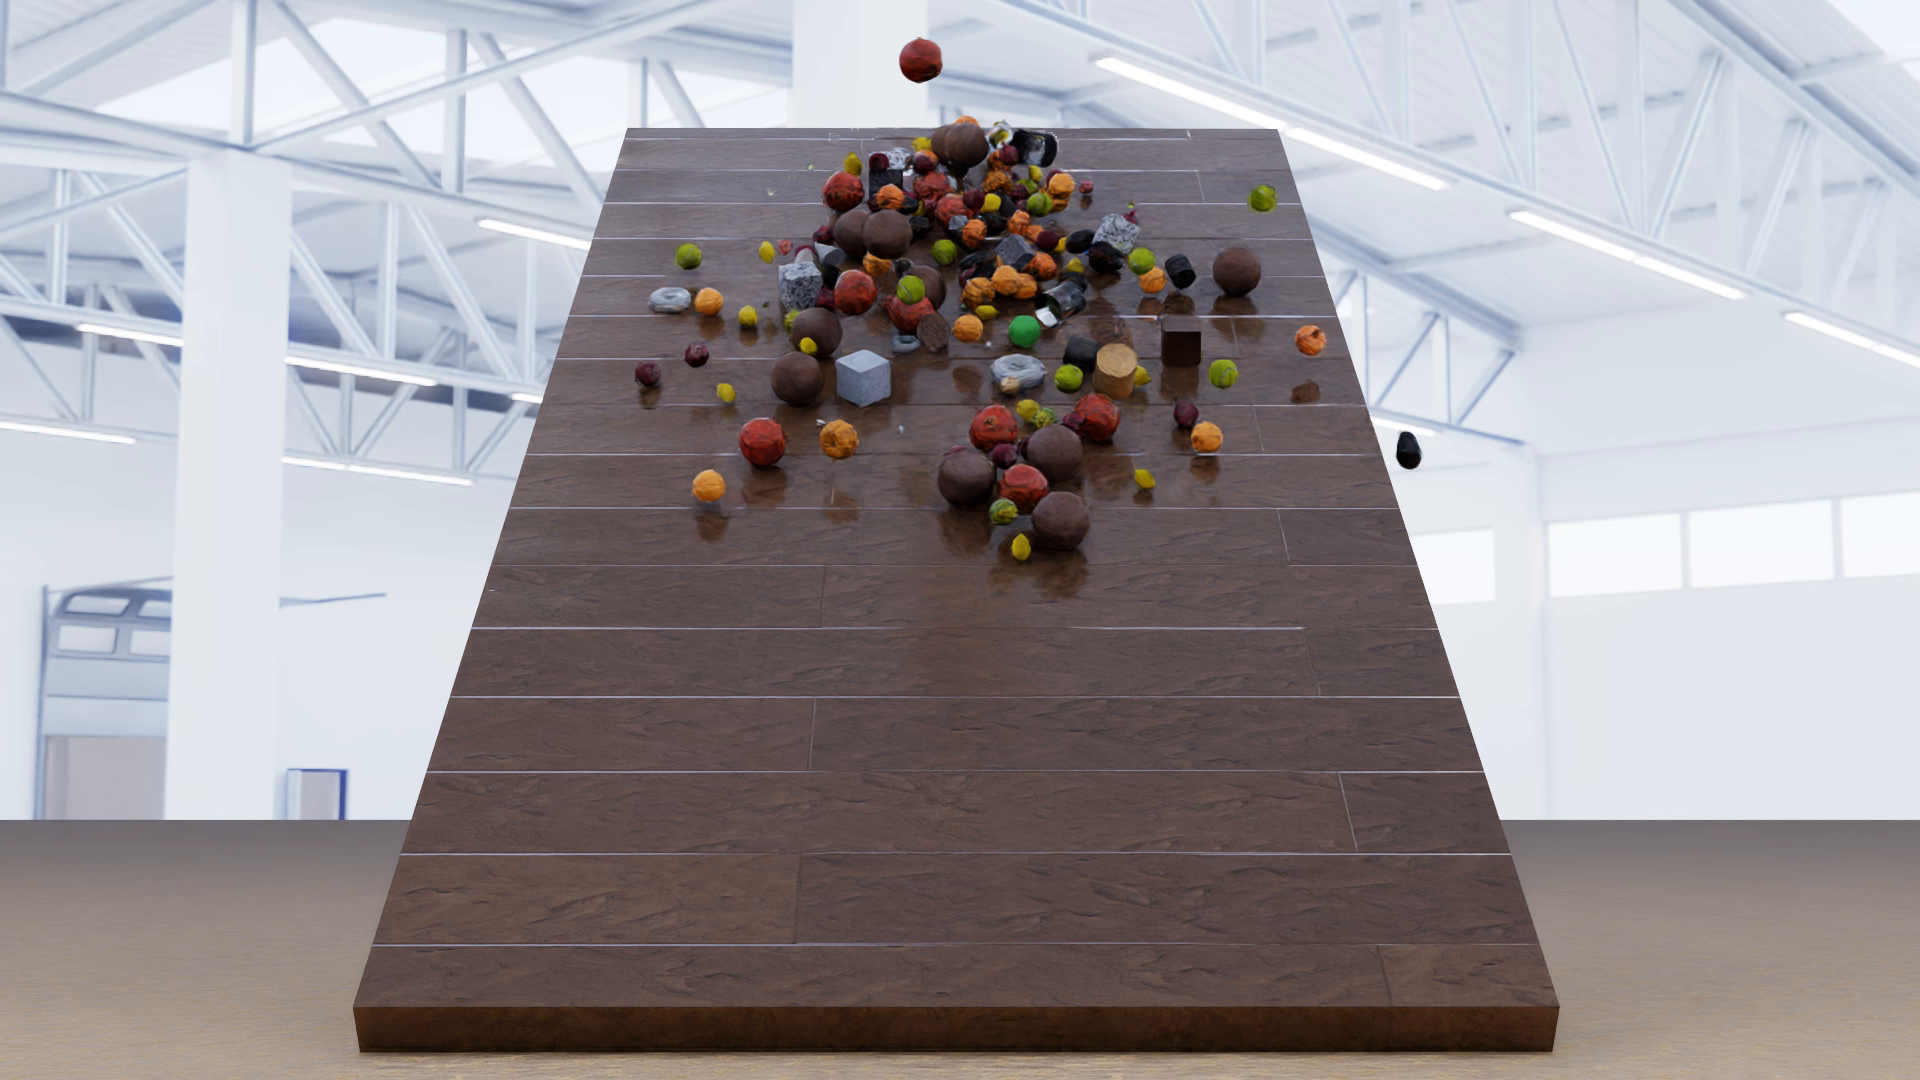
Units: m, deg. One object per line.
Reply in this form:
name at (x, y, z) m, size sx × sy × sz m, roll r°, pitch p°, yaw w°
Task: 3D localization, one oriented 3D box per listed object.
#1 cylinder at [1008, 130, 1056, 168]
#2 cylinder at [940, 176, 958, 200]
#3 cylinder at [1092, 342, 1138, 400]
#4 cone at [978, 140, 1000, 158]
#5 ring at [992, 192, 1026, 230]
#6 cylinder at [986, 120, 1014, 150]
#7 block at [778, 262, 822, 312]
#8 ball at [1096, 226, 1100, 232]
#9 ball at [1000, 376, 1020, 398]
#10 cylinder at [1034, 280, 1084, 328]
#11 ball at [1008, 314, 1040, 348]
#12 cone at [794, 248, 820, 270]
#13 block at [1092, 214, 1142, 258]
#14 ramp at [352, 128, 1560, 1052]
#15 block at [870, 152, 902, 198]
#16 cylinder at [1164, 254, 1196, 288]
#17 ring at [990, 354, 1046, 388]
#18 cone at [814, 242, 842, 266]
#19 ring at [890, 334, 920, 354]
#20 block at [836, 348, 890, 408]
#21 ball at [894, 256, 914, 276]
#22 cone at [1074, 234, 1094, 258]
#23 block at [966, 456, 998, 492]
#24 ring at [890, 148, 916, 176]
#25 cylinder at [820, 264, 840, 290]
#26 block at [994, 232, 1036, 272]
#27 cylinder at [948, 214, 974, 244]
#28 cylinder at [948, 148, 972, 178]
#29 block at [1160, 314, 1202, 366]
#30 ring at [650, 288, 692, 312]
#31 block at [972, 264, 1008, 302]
cylinder at (0.206, -1.110, 6.879) m, size 0.097 × 0.097 × 0.097 m, roll 0°, pitch -5°, yaw -38°
cylinder at (-0.033, -1.009, 6.960) m, size 0.050 × 0.050 × 0.050 m, roll 0°, pitch -48°, yaw 0°
cylinder at (0.366, -0.398, 5.732) m, size 0.098 × 0.098 × 0.098 m, roll 0°, pitch -31°, yaw -3°
cone at (0.100, -1.162, 7.223) m, size 0.067 × 0.067 × 0.067 m, roll -37°, pitch 9°, yaw 7°
ring at (0.136, -0.915, 6.734) m, size 0.042 × 0.125 × 0.125 m, roll -39°, pitch -10°, yaw 2°
cylinder at (0.113, -1.148, 6.881) m, size 0.060 × 0.060 × 0.060 m, roll -36°, pitch -23°, yaw 24°
block at (-0.418, -0.663, 6.347) m, size 0.093 × 0.093 × 0.093 m, roll -10°, pitch 32°, yaw -16°
ball at (0.406, -0.853, 6.710) m, size 0.055 × 0.055 × 0.055 m, roll 0°, pitch -6°, yaw 0°
ball at (0.122, -0.373, 5.901) m, size 0.051 × 0.051 × 0.051 m, roll 0°, pitch -6°, yaw 0°
cylinder at (0.253, -0.601, 6.173) m, size 0.091 × 0.091 × 0.091 m, roll -7°, pitch 19°, yaw 47°
ball at (0.163, -0.529, 6.134) m, size 0.082 × 0.082 × 0.082 m, roll 0°, pitch -6°, yaw 0°
cone at (-0.382, -0.724, 6.500) m, size 0.095 × 0.095 × 0.095 m, roll 12°, pitch -13°, yaw -37°
block at (0.412, -0.801, 6.394) m, size 0.083 × 0.083 × 0.083 m, roll 29°, pitch -8°, yaw -16°
ramp at (-0.014, -0.204, 5.764) m, size 2.000 × 0.100 × 4.000 m, roll 0°, pitch 31°, yaw 0°
block at (-0.214, -1.052, 6.990) m, size 0.094 × 0.094 × 0.094 m, roll -1°, pitch -51°, yaw -1°
cylinder at (0.584, -0.712, 6.429) m, size 0.065 × 0.065 × 0.065 m, roll -11°, pitch -42°, yaw -10°
ring at (0.143, -0.415, 5.980) m, size 0.137 × 0.046 × 0.137 m, roll 0°, pitch 29°, yaw 0°
cone at (-0.365, -0.773, 6.482) m, size 0.074 × 0.074 × 0.074 m, roll 45°, pitch 13°, yaw 21°
ring at (-0.139, -0.495, 6.132) m, size 0.077 × 0.026 × 0.077 m, roll 1°, pitch 32°, yaw -1°
block at (-0.235, -0.394, 5.893) m, size 0.093 × 0.093 × 0.093 m, roll -25°, pitch 39°, yaw -36°
ball at (-0.151, -0.735, 6.511) m, size 0.050 × 0.050 × 0.050 m, roll 0°, pitch -6°, yaw 0°
cone at (0.346, -0.784, 6.568) m, size 0.060 × 0.060 × 0.060 m, roll -6°, pitch -43°, yaw -5°
block at (0.048, -0.151, 5.526) m, size 0.051 × 0.051 × 0.051 m, roll 28°, pitch 40°, yaw 37°
ring at (-0.170, -1.096, 7.041) m, size 0.092 × 0.031 × 0.092 m, roll 13°, pitch -43°, yaw 12°
cylinder at (-0.349, -0.697, 6.410) m, size 0.052 × 0.052 × 0.052 m, roll 18°, pitch 22°, yaw -7°
block at (0.143, -0.746, 6.294) m, size 0.066 × 0.066 × 0.066 m, roll -40°, pitch -18°, yaw 19°
cylinder at (0.003, -0.859, 6.694) m, size 0.056 × 0.056 × 0.056 m, roll -3°, pitch -37°, yaw 25°
cylinder at (0.000, -1.090, 7.010) m, size 0.060 × 0.060 × 0.060 m, roll 12°, pitch -36°, yaw 9°
block at (0.553, -0.501, 6.079) m, size 0.093 × 0.093 × 0.093 m, roll 1°, pitch 31°, yaw 1°
ring at (-0.757, -0.628, 6.340) m, size 0.110 × 0.037 × 0.110 m, roll -1°, pitch 31°, yaw 1°
block at (0.079, -0.678, 6.393) m, size 0.066 × 0.066 × 0.066 m, roll 27°, pitch 43°, yaw 33°
